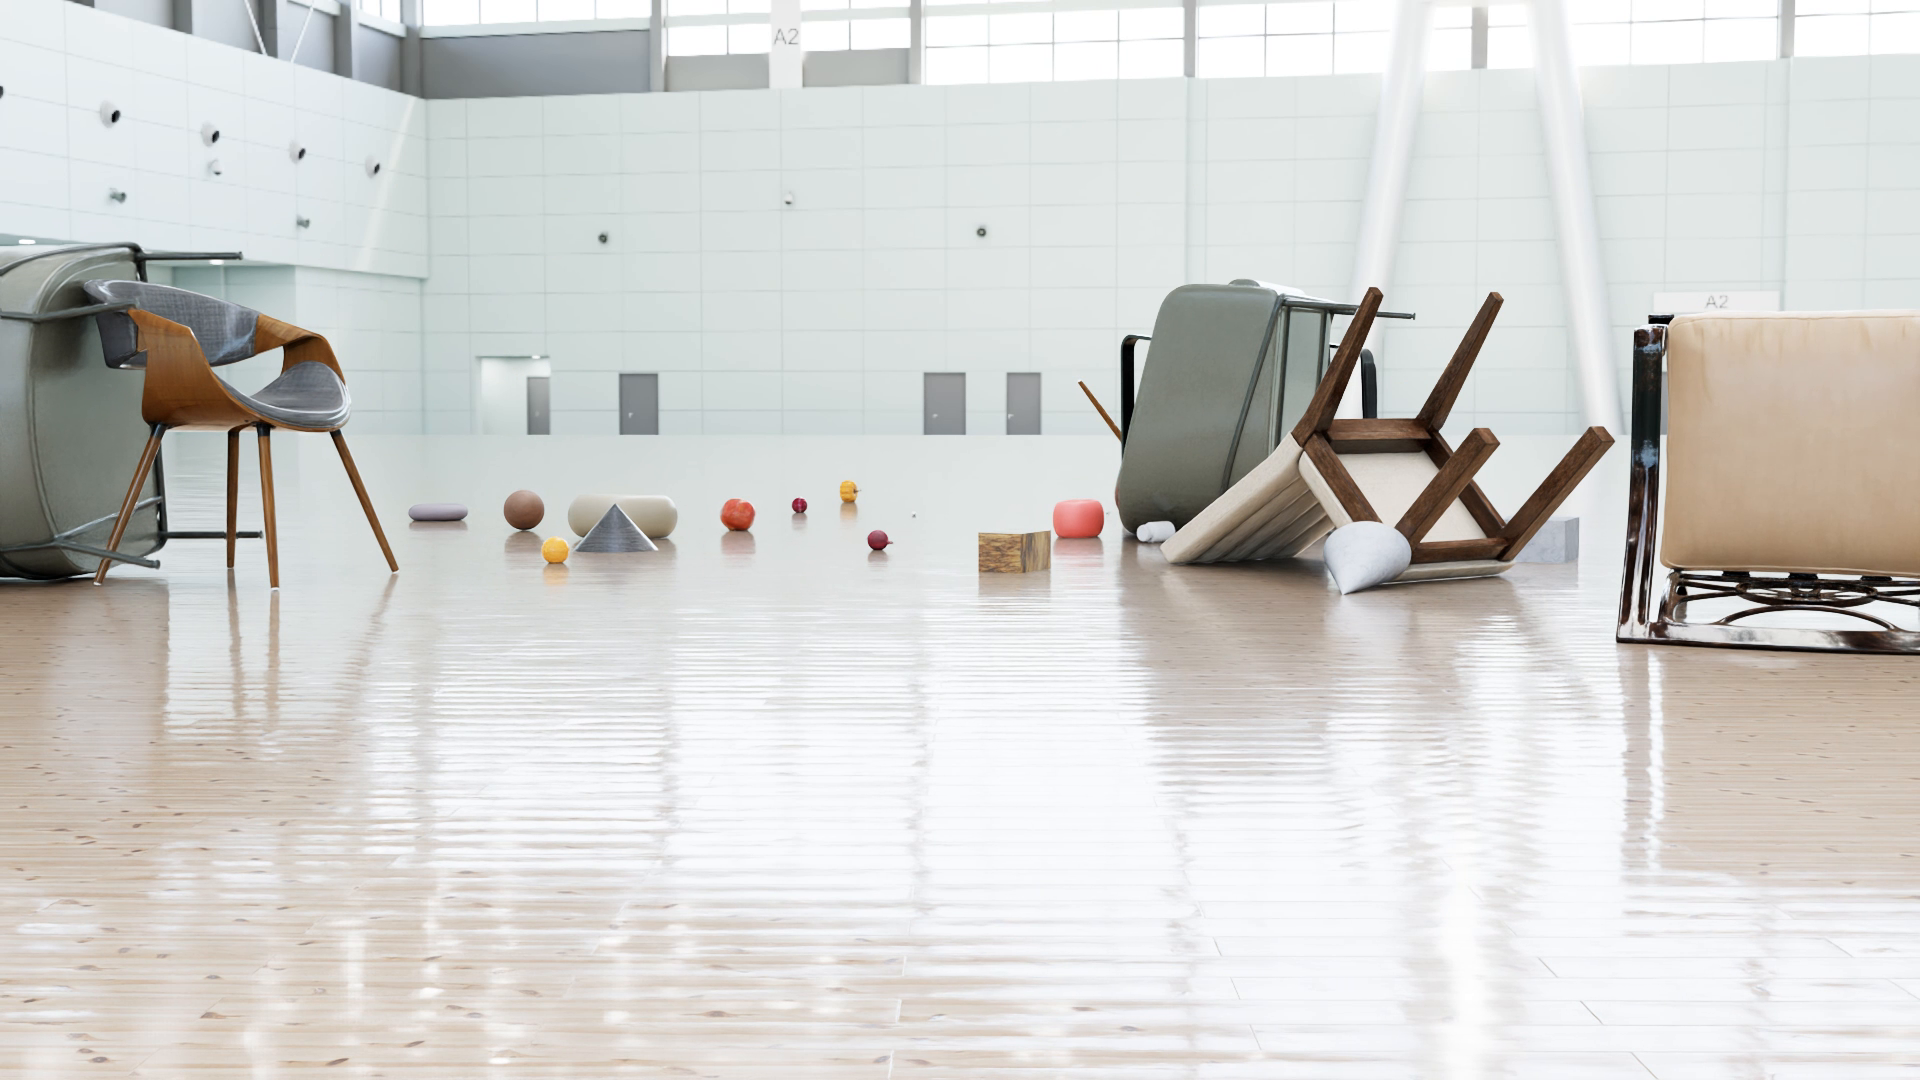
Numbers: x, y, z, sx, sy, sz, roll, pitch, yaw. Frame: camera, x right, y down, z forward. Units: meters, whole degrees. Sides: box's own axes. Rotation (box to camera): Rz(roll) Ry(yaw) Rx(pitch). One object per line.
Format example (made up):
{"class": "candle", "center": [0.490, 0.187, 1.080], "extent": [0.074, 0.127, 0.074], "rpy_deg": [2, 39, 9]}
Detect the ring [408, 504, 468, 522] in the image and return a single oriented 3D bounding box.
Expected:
{"class": "ring", "center": [-1.791, -0.096, 7.549], "extent": [0.196, 0.055, 0.223], "rpy_deg": [-4, 5, -39]}

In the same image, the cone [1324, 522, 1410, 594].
{"class": "cone", "center": [0.881, 0.075, 4.904], "extent": [0.203, 0.156, 0.249], "rpy_deg": [-5, 19, 25]}

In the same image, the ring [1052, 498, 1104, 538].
{"class": "ring", "center": [0.362, -0.065, 6.710], "extent": [0.150, 0.111, 0.217], "rpy_deg": [0, 5, 23]}

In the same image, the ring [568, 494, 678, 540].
{"class": "ring", "center": [-1.016, -0.072, 6.631], "extent": [0.330, 0.133, 0.262], "rpy_deg": [0, 2, -15]}

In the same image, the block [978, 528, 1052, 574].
{"class": "block", "center": [0.136, 0.026, 5.459], "extent": [0.116, 0.096, 0.173], "rpy_deg": [2, 4, 28]}

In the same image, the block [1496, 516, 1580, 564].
{"class": "block", "center": [1.523, -0.003, 5.795], "extent": [0.177, 0.110, 0.205], "rpy_deg": [2, 4, 26]}

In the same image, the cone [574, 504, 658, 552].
{"class": "cone", "center": [-0.963, -0.038, 6.147], "extent": [0.236, 0.131, 0.250], "rpy_deg": [0, 4, 2]}
